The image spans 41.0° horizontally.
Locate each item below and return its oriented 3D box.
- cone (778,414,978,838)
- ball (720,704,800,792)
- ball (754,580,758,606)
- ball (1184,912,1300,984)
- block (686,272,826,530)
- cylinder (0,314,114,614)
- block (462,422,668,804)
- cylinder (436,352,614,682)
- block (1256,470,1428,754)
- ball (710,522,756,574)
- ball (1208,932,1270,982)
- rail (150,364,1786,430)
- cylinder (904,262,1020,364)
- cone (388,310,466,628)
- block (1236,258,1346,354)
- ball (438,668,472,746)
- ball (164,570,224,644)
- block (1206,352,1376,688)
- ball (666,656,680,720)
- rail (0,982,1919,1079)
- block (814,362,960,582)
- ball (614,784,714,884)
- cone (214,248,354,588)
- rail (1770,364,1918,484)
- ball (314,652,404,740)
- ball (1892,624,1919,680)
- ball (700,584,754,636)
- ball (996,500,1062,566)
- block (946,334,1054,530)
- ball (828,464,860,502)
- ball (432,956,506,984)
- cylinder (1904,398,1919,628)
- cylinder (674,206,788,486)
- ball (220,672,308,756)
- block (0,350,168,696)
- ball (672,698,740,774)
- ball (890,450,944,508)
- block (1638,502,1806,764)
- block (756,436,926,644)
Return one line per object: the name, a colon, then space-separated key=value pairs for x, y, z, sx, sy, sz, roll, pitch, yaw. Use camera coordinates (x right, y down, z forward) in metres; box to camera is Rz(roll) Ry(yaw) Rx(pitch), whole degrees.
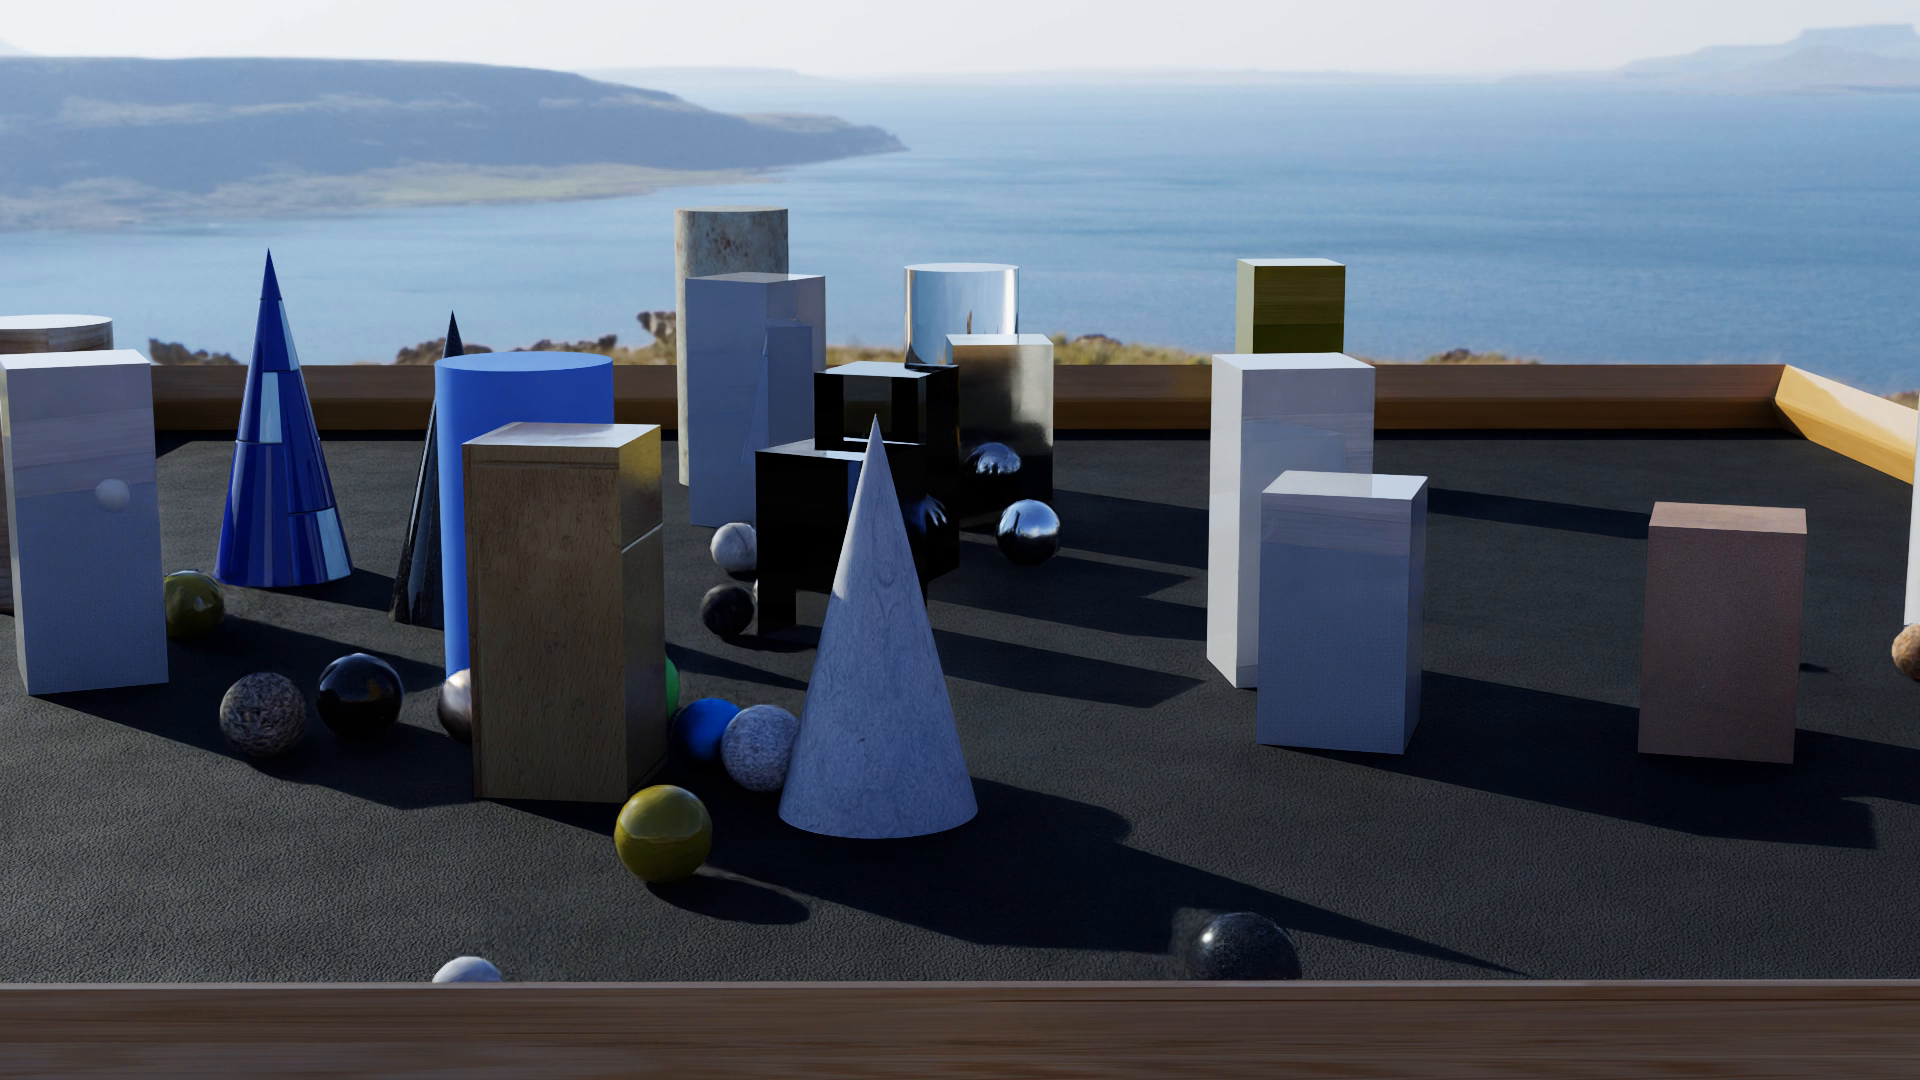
cone: x=-0.082 y=0.072 z=2.510 sx=0.199 sy=0.396 sz=0.199 roll=0 pitch=10 yaw=0
ball: x=-0.199 y=0.211 z=2.604 sx=0.089 sy=0.089 sz=0.089 roll=0 pitch=10 yaw=0
ball: x=-0.240 y=0.069 z=3.421 sx=0.071 sy=0.071 sz=0.071 roll=0 pitch=10 yaw=0
ball: x=0.216 y=0.329 z=1.968 sx=0.088 sy=0.088 sz=0.088 roll=0 pitch=10 yaw=0
block: x=-0.325 y=-0.224 z=4.114 sx=0.159 sy=0.394 sz=0.159 roll=6 pitch=12 yaw=31
cylinder: x=-1.254 y=-0.108 z=3.516 sx=0.199 sy=0.384 sz=0.199 roll=0 pitch=10 yaw=0
block: x=-0.400 y=0.070 z=2.621 sx=0.159 sy=0.360 sz=0.159 roll=1 pitch=11 yaw=8
cylinder: x=-0.492 y=-0.007 z=2.932 sx=0.199 sy=0.397 sz=0.199 roll=0 pitch=10 yaw=0
block: x=0.421 y=0.076 z=2.819 sx=0.159 sy=0.277 sz=0.159 roll=3 pitch=11 yaw=16
ball: x=-0.324 y=0.011 z=3.721 sx=0.075 sy=0.075 sz=0.075 roll=0 pitch=10 yaw=0
ball: x=0.222 y=0.336 z=2.037 sx=0.049 sy=0.049 sz=0.049 roll=0 pitch=10 yaw=0
rail: x=-0.010 y=-0.286 z=5.171 sx=3.369 sy=0.129 sz=0.045 roll=0 pitch=10 yaw=0
cylinder: x=0.002 y=-0.280 z=4.445 sx=0.199 sy=0.384 sz=0.199 roll=0 pitch=10 yaw=0
cone: x=-0.671 y=-0.104 z=3.426 sx=0.199 sy=0.409 sz=0.199 roll=0 pitch=10 yaw=0
block: x=0.577 y=-0.295 z=4.516 sx=0.159 sy=0.388 sz=0.159 roll=-1 pitch=11 yaw=-5
ball: x=-0.522 y=0.180 z=2.780 sx=0.086 sy=0.086 sz=0.086 roll=0 pitch=10 yaw=0
ball: x=-0.986 y=0.085 z=3.272 sx=0.093 sy=0.093 sz=0.093 roll=0 pitch=10 yaw=0
block: x=0.396 y=-0.027 z=3.093 sx=0.159 sy=0.379 sz=0.159 roll=-1 pitch=11 yaw=-7
ball: x=-0.358 y=0.164 z=2.830 sx=0.099 sy=0.099 sz=0.099 roll=0 pitch=10 yaw=0
rail: x=0.010 y=0.352 z=1.726 sx=3.369 sy=0.129 sz=0.045 roll=0 pitch=10 yaw=0
block: x=-0.104 y=-0.099 z=3.704 sx=0.159 sy=0.297 sz=0.159 roll=4 pitch=11 yaw=21
ball: x=-0.267 y=0.265 z=2.315 sx=0.089 sy=0.089 sz=0.089 roll=0 pitch=10 yaw=0
cone: x=-0.981 y=-0.184 z=3.682 sx=0.199 sy=0.474 sz=0.199 roll=0 pitch=10 yaw=0
rail: x=1.661 y=0.031 z=3.458 sx=0.045 sy=0.129 sz=3.551 roll=0 pitch=10 yaw=0
ball: x=-0.657 y=0.171 z=2.806 sx=0.094 sy=0.094 sz=0.094 roll=0 pitch=10 yaw=0
ball: x=1.154 y=0.134 z=3.080 sx=0.067 sy=0.067 sz=0.067 roll=0 pitch=10 yaw=0
ball: x=-0.301 y=0.090 z=3.311 sx=0.068 sy=0.068 sz=0.068 roll=0 pitch=10 yaw=0
ball: x=0.101 y=-0.012 z=3.784 sx=0.097 sy=0.097 sz=0.097 roll=0 pitch=10 yaw=0
block: x=0.062 y=-0.176 z=4.132 sx=0.159 sy=0.294 sz=0.159 roll=-1 pitch=11 yaw=-4
ball: x=-0.199 y=-0.098 z=4.341 sx=0.064 sy=0.064 sz=0.064 roll=0 pitch=10 yaw=0
ball: x=-0.375 y=0.347 z=1.954 sx=0.059 sy=0.059 sz=0.059 roll=0 pitch=10 yaw=0
cylinder: x=1.312 y=-0.097 z=3.242 sx=0.199 sy=0.463 sz=0.199 roll=0 pitch=10 yaw=0
cylinder: x=-0.399 y=-0.342 z=4.517 sx=0.199 sy=0.480 sz=0.199 roll=0 pitch=10 yaw=0
ball: x=-0.743 y=0.186 z=2.736 sx=0.090 sy=0.090 sz=0.090 roll=0 pitch=10 yaw=0
block: x=-1.051 y=-0.026 z=3.073 sx=0.159 sy=0.384 sz=0.159 roll=-5 pitch=11 yaw=-23
ball: x=-0.258 y=0.204 z=2.666 sx=0.080 sy=0.080 sz=0.080 roll=0 pitch=10 yaw=0
ball: x=-0.075 y=-0.102 z=4.281 sx=0.095 sy=0.095 sz=0.095 roll=0 pitch=10 yaw=0
block: x=0.827 y=0.097 z=2.785 sx=0.159 sy=0.247 sz=0.159 roll=3 pitch=11 yaw=17
block: x=-0.152 y=0.001 z=3.320 sx=0.159 sy=0.242 sz=0.159 roll=6 pitch=12 yaw=30
